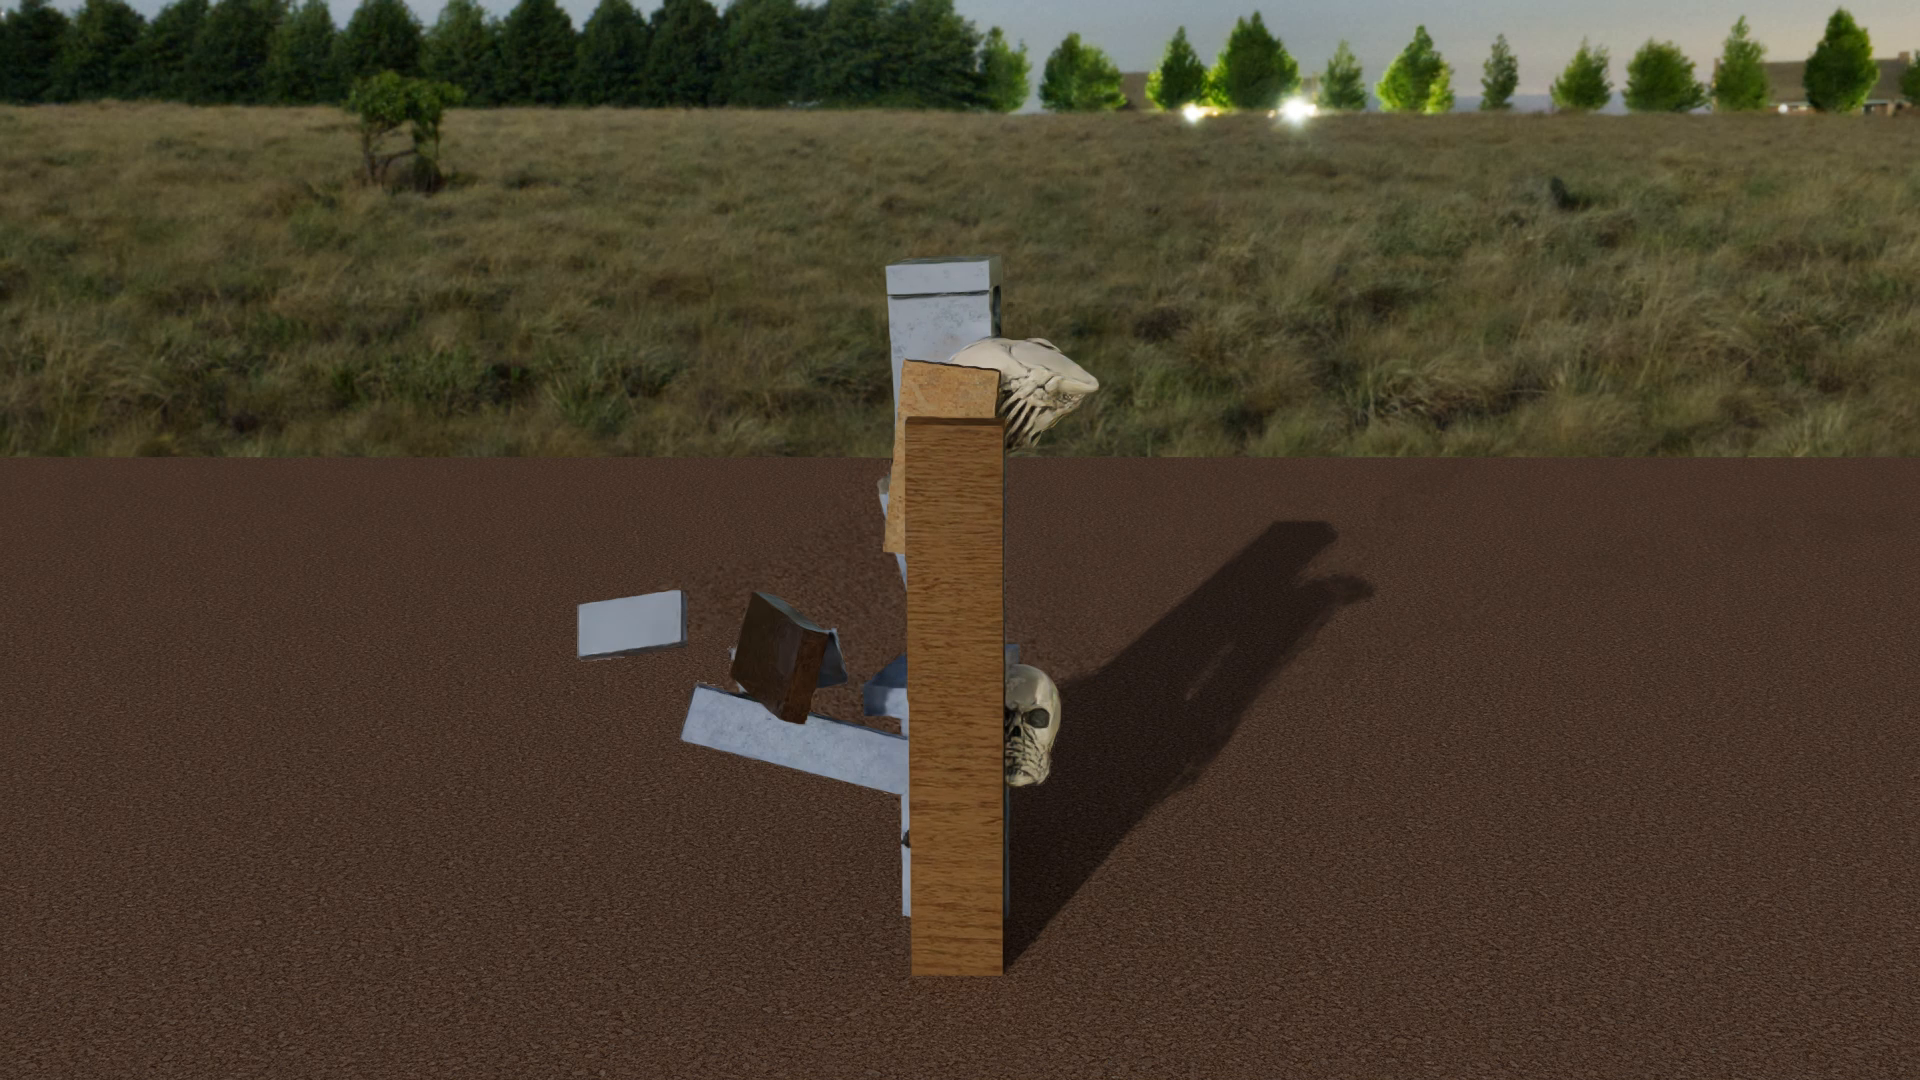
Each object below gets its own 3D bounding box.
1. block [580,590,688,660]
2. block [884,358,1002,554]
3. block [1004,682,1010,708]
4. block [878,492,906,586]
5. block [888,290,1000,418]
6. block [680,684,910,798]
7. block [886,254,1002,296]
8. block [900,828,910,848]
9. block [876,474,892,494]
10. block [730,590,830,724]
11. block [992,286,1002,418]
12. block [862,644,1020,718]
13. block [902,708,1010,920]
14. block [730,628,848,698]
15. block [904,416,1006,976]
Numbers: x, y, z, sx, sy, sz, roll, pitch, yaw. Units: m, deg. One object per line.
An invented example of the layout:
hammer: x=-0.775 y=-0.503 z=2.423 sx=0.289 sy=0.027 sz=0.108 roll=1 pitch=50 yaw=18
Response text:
block: x=-0.511 y=0.133 z=3.436 sx=0.171 sy=0.085 sz=0.024 roll=-9 pitch=-21 yaw=14
block: x=-0.026 y=-0.113 z=3.146 sx=0.138 sy=0.275 sz=0.039 roll=7 pitch=9 yaw=5
block: x=-0.001 y=0.396 z=3.775 sx=0.171 sy=0.341 sz=0.048 roll=0 pitch=11 yaw=0
block: x=-0.069 y=-0.006 z=3.478 sx=0.079 sy=0.158 sz=0.022 roll=-13 pitch=6 yaw=32
block: x=-0.023 y=-0.242 z=3.639 sx=0.167 sy=0.335 sz=0.047 roll=-2 pitch=8 yaw=8
block: x=-0.236 y=0.308 z=3.368 sx=0.370 sy=0.086 sz=0.024 roll=15 pitch=7 yaw=-11
block: x=-0.022 y=-0.451 z=3.721 sx=0.167 sy=0.047 sz=0.335 roll=-2 pitch=9 yaw=5
block: x=-0.049 y=0.447 z=3.424 sx=0.024 sy=0.083 sz=0.166 roll=31 pitch=-9 yaw=-7
block: x=-0.065 y=-0.109 z=3.513 sx=0.079 sy=0.022 sz=0.158 roll=-14 pitch=8 yaw=25
block: x=-0.273 y=0.173 z=3.296 sx=0.039 sy=0.138 sz=0.275 roll=13 pitch=5 yaw=-23
block: x=-0.007 y=-0.019 z=3.906 sx=0.167 sy=0.859 sz=0.047 roll=0 pitch=9 yaw=1
block: x=-0.026 y=0.227 z=3.618 sx=0.171 sy=0.048 sz=0.341 roll=3 pitch=11 yaw=16
block: x=-0.006 y=0.439 z=3.546 sx=0.171 sy=0.341 sz=0.048 roll=1 pitch=11 yaw=5
block: x=-0.272 y=0.200 z=3.494 sx=0.171 sy=0.085 sz=0.024 roll=-11 pitch=9 yaw=8
block: x=-0.005 y=0.242 z=3.197 sx=0.138 sy=0.860 sz=0.039 roll=1 pitch=19 yaw=5
